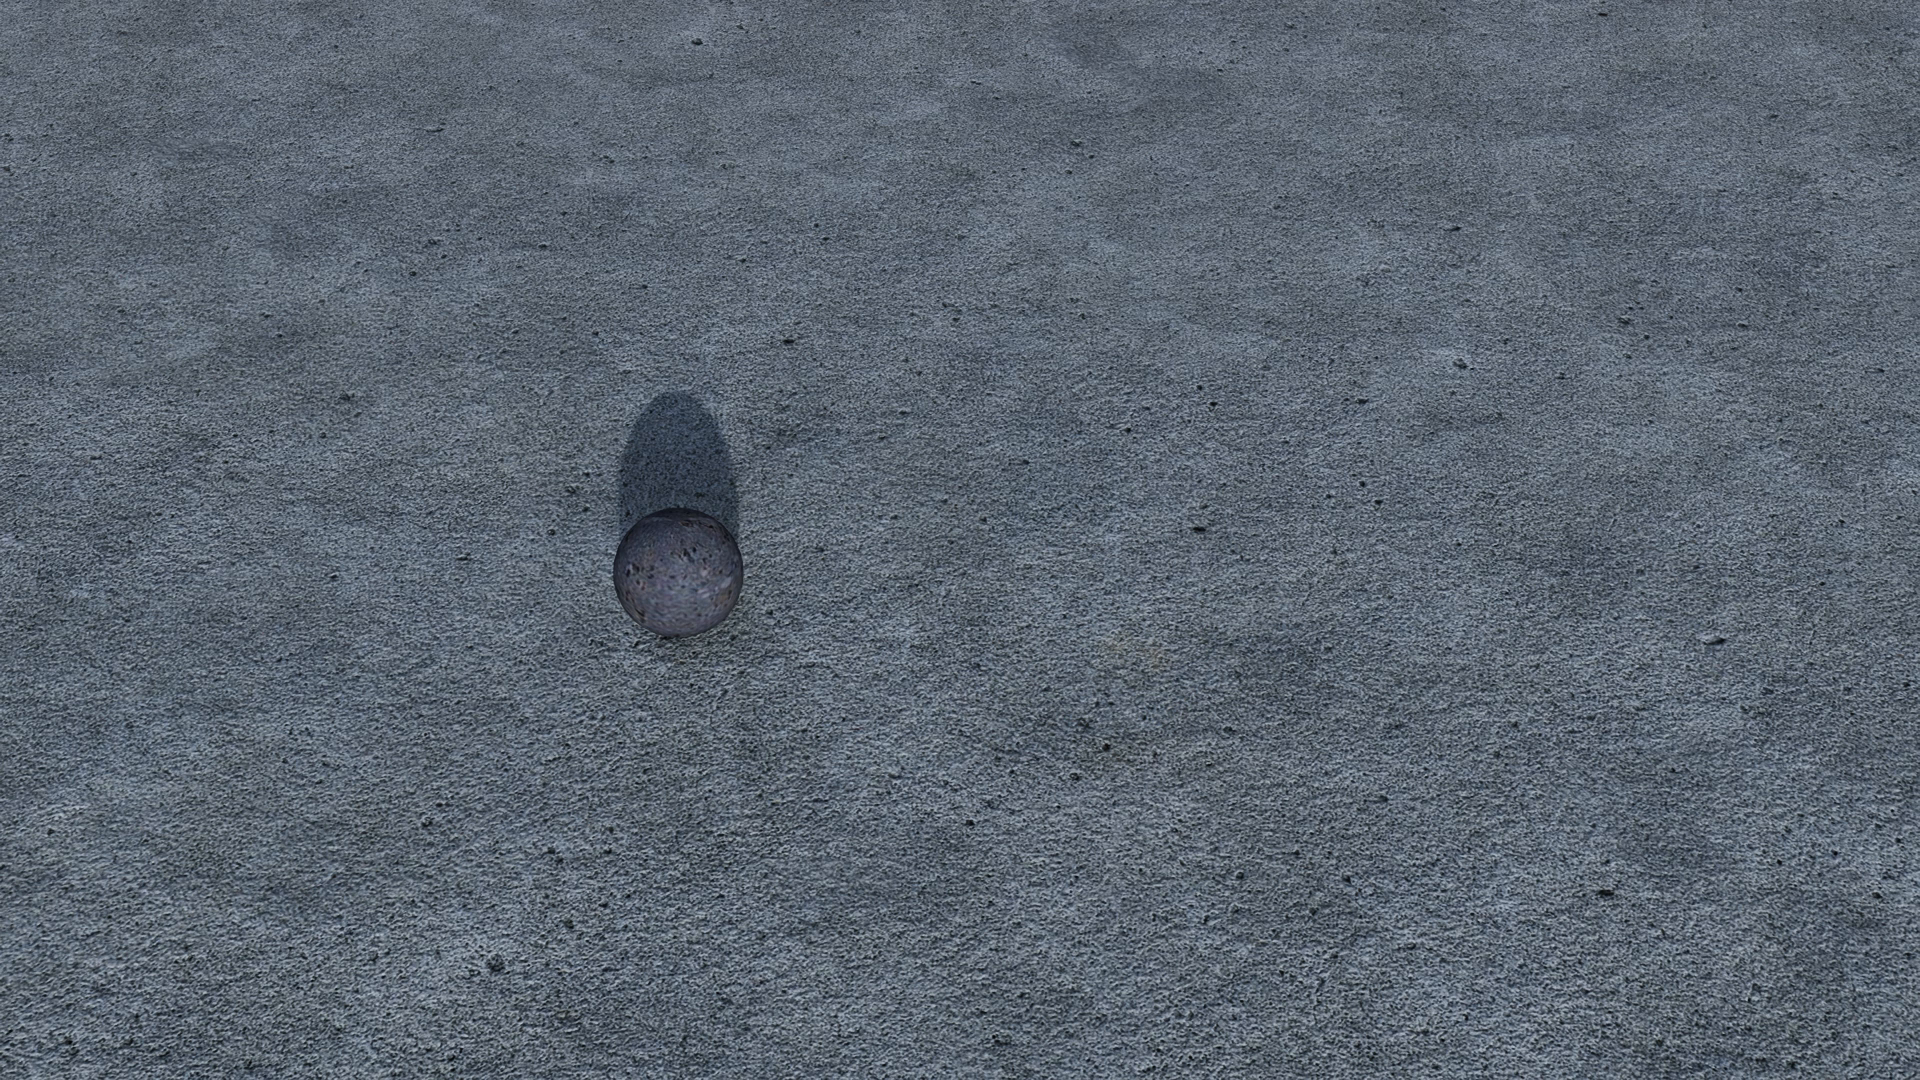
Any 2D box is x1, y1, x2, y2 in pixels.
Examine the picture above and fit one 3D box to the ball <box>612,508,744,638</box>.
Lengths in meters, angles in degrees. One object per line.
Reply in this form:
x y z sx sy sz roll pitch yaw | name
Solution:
-0.161 0.019 1.470 0.075 0.075 0.075 0 37 0 | ball
